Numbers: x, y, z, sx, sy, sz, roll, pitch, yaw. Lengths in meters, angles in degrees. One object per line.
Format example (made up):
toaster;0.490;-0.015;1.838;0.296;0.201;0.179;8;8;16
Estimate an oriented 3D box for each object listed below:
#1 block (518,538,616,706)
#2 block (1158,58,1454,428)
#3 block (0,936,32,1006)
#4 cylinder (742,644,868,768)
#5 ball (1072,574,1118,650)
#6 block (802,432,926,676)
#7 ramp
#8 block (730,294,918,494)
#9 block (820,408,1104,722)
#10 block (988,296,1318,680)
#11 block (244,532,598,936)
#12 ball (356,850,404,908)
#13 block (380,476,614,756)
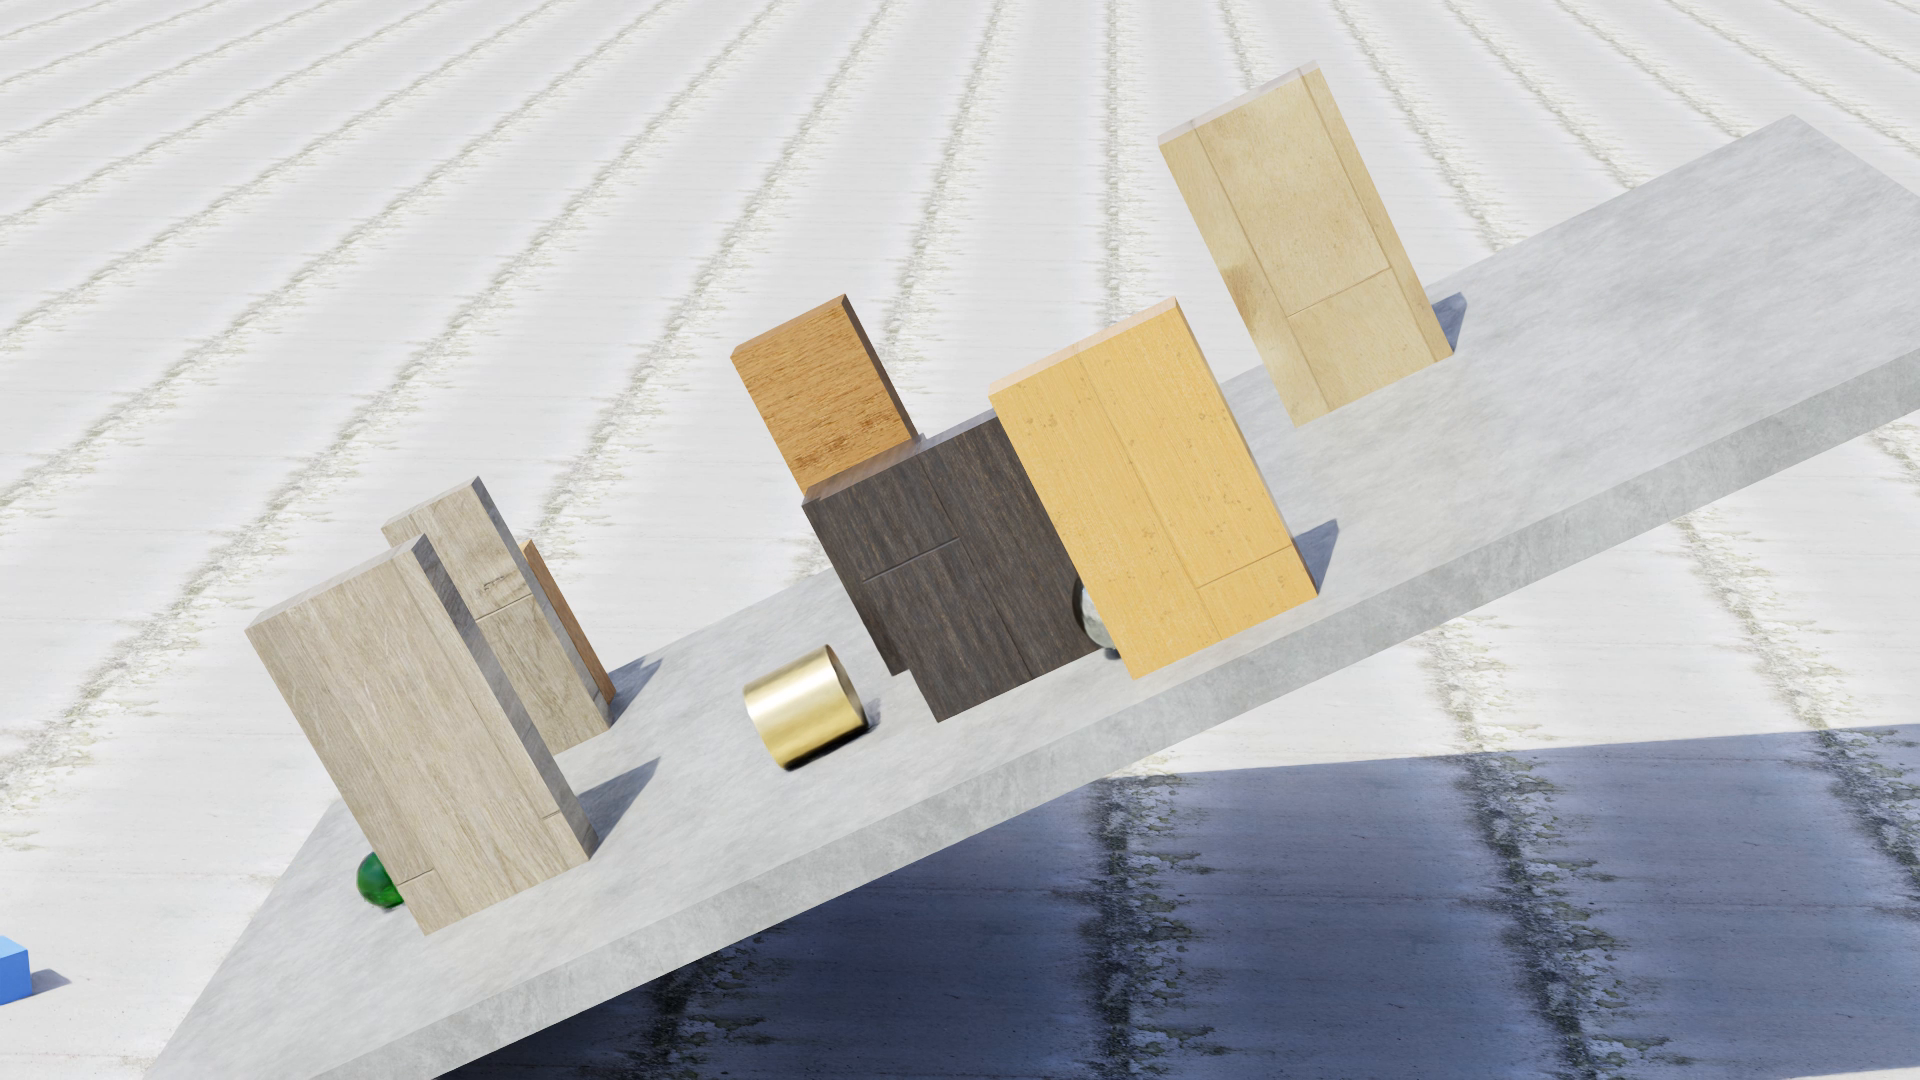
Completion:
block;-1.101;0.273;7.141;0.355;0.433;0.106;-25;14;10
block;0.750;-0.642;6.396;0.377;0.691;0.144;-25;14;10
block;-2.188;0.980;6.669;0.112;0.112;0.112;15;22;42
cylinder;-0.311;0.335;5.915;0.189;0.189;0.189;-27;17;4
ball;0.304;0.114;5.547;0.187;0.187;0.187;0;17;0
block;-0.109;0.031;6.163;0.274;0.415;0.143;-25;14;10
ramp;0.139;0.168;6.281;4.000;0.100;2.000;-25;14;10
block;-0.213;-0.160;6.441;0.271;0.707;0.106;-25;14;10
block;0.020;0.047;5.670;0.389;0.500;0.089;-25;14;10
block;0.352;-0.091;5.335;0.371;0.596;0.098;-25;14;10
block;-1.092;0.401;6.001;0.390;0.737;0.120;-25;14;10
ball;-1.242;0.731;6.369;0.130;0.130;0.130;0;17;0
block;-1.077;0.198;6.877;0.242;0.664;0.084;-25;14;10
